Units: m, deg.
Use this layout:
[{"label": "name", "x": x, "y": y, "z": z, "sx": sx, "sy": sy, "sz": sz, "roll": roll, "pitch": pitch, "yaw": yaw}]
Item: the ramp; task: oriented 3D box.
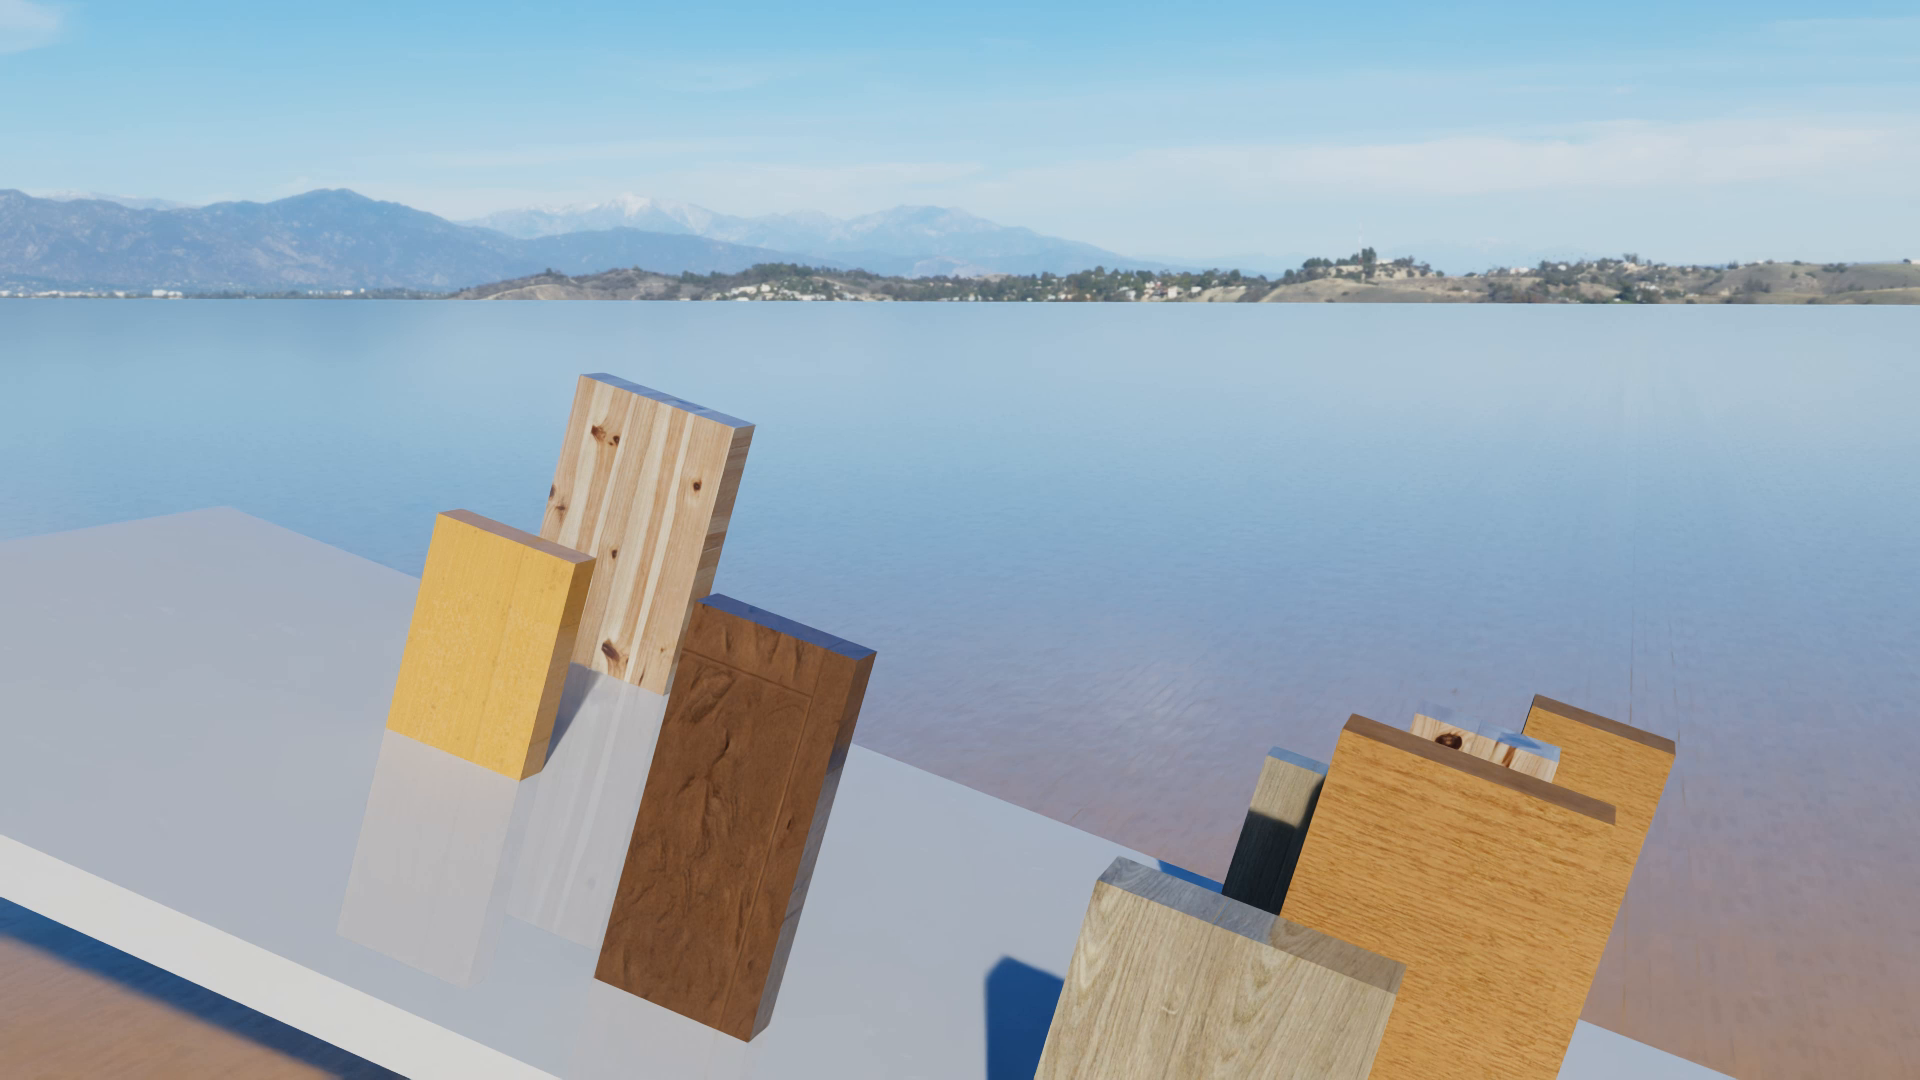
[{"label": "ramp", "x": -0.369, "y": 0.712, "z": 4.234, "sx": 4.000, "sy": 0.100, "sz": 2.000, "roll": 19, "pitch": 12, "yaw": 14}]

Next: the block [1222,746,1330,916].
[{"label": "block", "x": 0.650, "y": 0.684, "z": 4.267, "sx": 0.261, "sy": 0.502, "sz": 0.089, "roll": 19, "pitch": 12, "yaw": 14}]

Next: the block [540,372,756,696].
[{"label": "block", "x": -0.774, "y": -0.017, "z": 5.208, "sx": 0.407, "sy": 0.662, "sz": 0.125, "roll": 19, "pitch": 12, "yaw": 14}]

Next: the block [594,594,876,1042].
[{"label": "block", "x": -0.367, "y": 0.449, "z": 3.559, "sx": 0.285, "sy": 0.664, "sz": 0.090, "roll": 19, "pitch": 12, "yaw": 14}]

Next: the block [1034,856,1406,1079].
[{"label": "block", "x": 0.339, "y": 0.800, "z": 3.171, "sx": 0.440, "sy": 0.547, "sz": 0.137, "roll": 19, "pitch": 12, "yaw": 14}]

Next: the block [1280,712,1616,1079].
[{"label": "block", "x": 0.707, "y": 0.717, "z": 3.515, "sx": 0.431, "sy": 0.769, "sz": 0.132, "roll": 19, "pitch": 12, "yaw": 14}]

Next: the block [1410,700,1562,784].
[{"label": "block", "x": 0.773, "y": 0.684, "z": 3.738, "sx": 0.240, "sy": 0.780, "sz": 0.120, "roll": 19, "pitch": 12, "yaw": 14}]

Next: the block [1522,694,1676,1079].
[{"label": "block", "x": 1.154, "y": 0.697, "z": 4.351, "sx": 0.279, "sy": 0.722, "sz": 0.135, "roll": 19, "pitch": 12, "yaw": 14}]

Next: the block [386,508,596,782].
[{"label": "block", "x": -0.942, "y": 0.208, "z": 4.412, "sx": 0.313, "sy": 0.461, "sz": 0.094, "roll": 19, "pitch": 12, "yaw": 14}]
